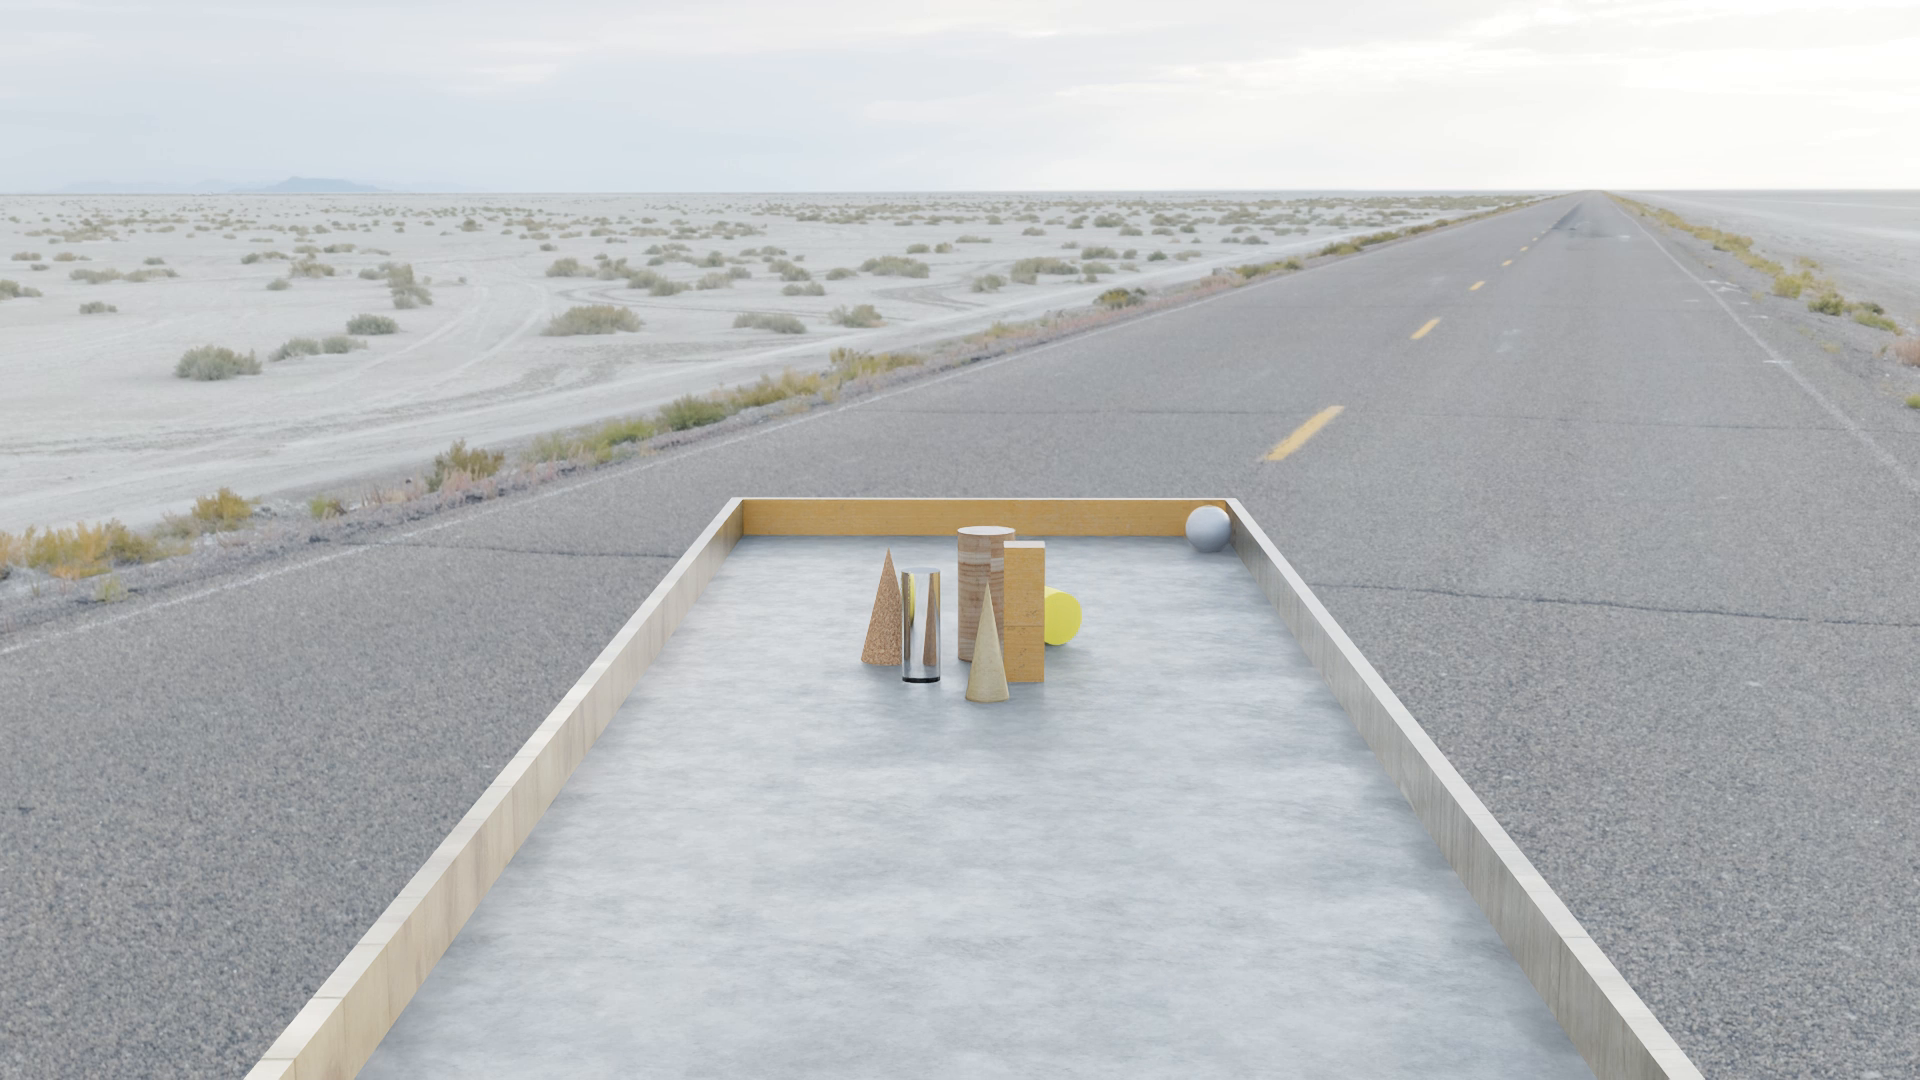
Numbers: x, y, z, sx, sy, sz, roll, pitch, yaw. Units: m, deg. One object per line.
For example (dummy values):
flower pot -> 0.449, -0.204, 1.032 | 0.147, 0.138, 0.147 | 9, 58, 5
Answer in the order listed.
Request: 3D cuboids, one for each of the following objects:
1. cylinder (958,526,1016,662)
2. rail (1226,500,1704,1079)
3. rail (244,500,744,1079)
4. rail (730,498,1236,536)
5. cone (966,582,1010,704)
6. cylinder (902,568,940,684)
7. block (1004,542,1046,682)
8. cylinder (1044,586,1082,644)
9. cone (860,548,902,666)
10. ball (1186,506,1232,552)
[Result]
cylinder -> 0.080, 0.165, 6.707 | 0.175, 0.394, 0.175 | 0, 9, 0
rail -> 1.046, 0.843, 3.208 | 0.050, 0.150, 12.000 | 0, 9, 1
rail -> -1.004, 0.839, 3.234 | 0.050, 0.150, 12.000 | 0, 9, 1
rail -> 0.099, -0.098, 9.147 | 2.100, 0.150, 0.050 | 0, 9, 1
cone -> 0.077, 0.278, 6.172 | 0.126, 0.340, 0.126 | 0, 9, 0
cylinder -> -0.114, 0.248, 6.412 | 0.114, 0.323, 0.114 | 0, 9, 0
block -> 0.187, 0.208, 6.430 | 0.118, 0.396, 0.118 | 0, 9, 1
cylinder -> 0.216, 0.216, 7.107 | 0.168, 0.168, 0.436 | -4, 10, -25
cone -> -0.216, 0.191, 6.684 | 0.173, 0.350, 0.173 | 0, 9, 0
ball -> 0.985, -0.045, 8.704 | 0.186, 0.186, 0.186 | 0, 9, 0
